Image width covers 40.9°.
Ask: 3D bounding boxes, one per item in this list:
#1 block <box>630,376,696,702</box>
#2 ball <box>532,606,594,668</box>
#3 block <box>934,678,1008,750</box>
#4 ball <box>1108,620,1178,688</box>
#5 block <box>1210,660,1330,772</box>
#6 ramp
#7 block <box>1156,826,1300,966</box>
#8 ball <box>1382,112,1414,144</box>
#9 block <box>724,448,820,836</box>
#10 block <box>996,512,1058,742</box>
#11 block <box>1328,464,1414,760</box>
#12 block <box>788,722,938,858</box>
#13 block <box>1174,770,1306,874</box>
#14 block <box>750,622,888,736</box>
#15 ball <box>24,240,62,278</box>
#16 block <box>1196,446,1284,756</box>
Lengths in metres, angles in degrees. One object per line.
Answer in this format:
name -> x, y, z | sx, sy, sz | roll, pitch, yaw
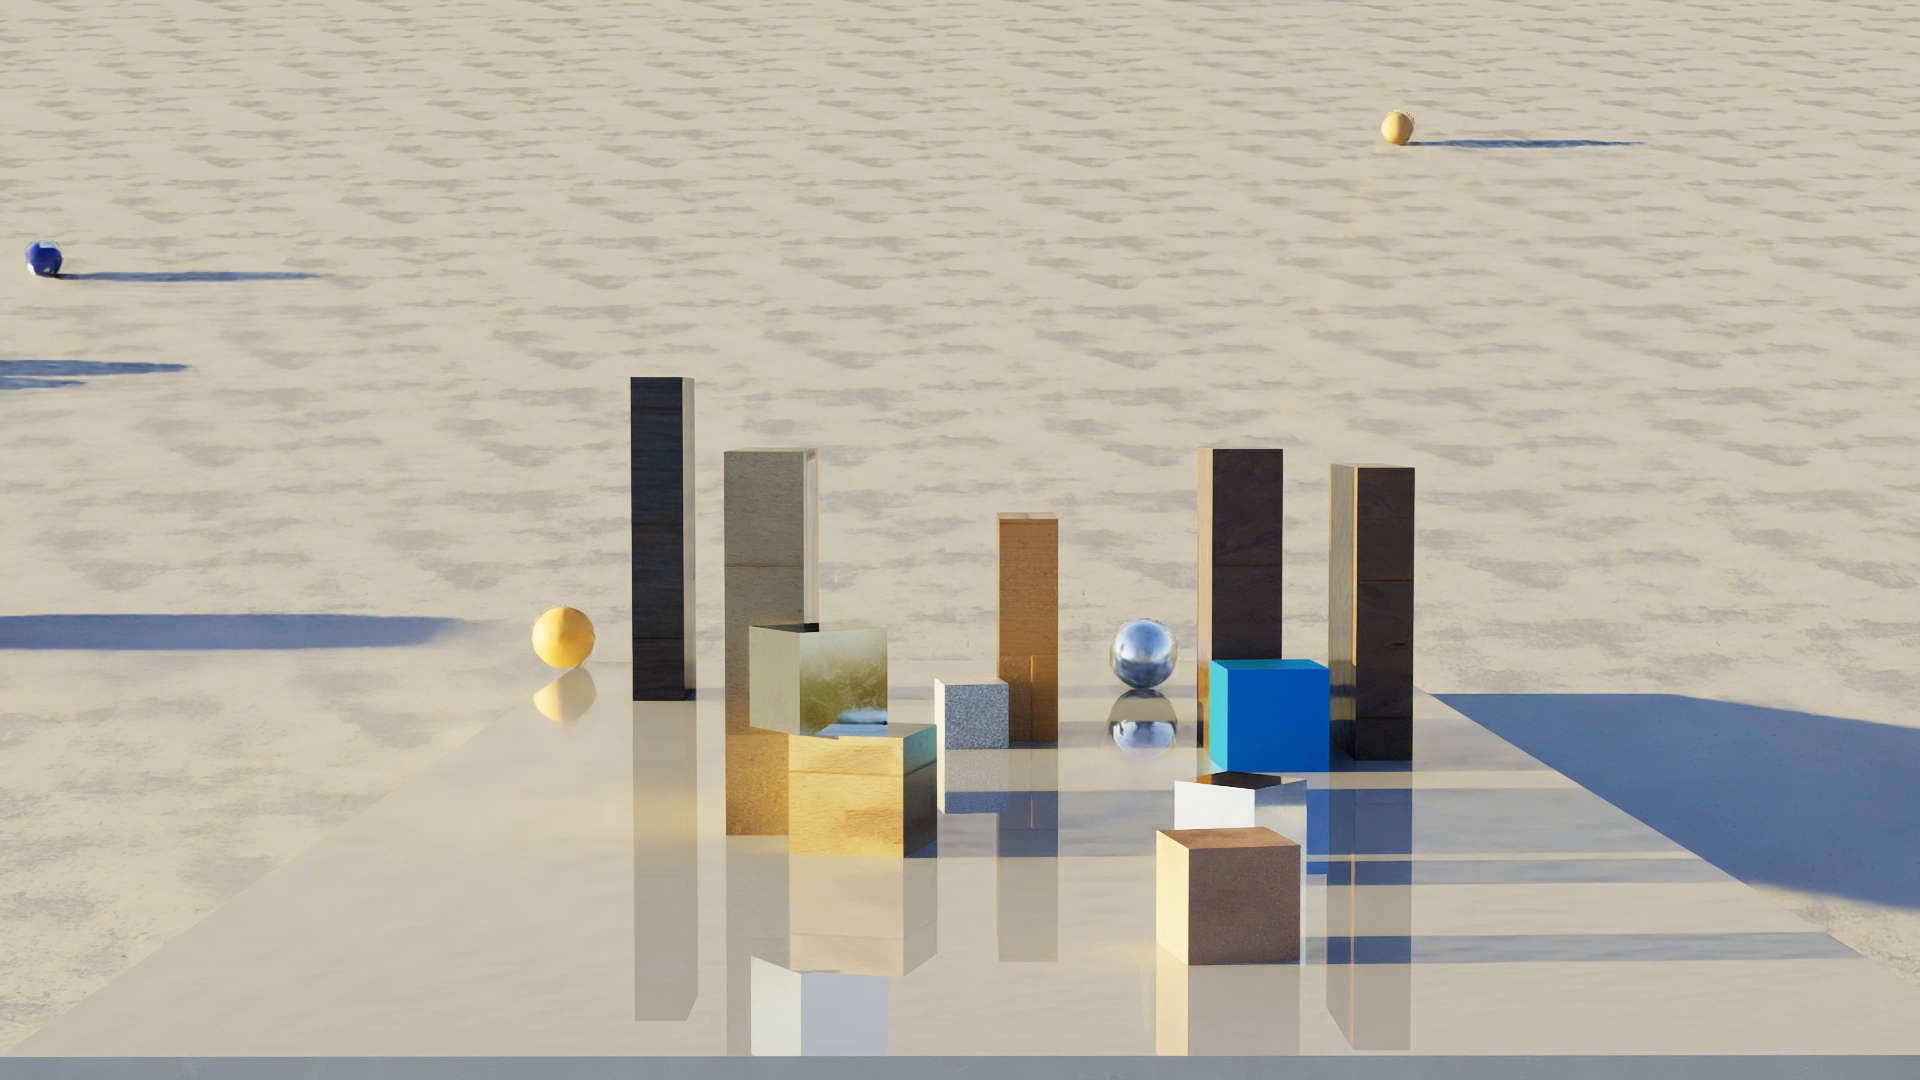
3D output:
block -> -0.659, -0.008, 5.732 | 0.114, 0.707, 0.258 | 0, 3, 0
ball -> -0.992, 0.244, 6.433 | 0.155, 0.155, 0.155 | 0, 22, 0
block -> 0.021, 0.328, 4.881 | 0.122, 0.122, 0.122 | 0, 3, -9
ball -> 0.418, 0.261, 5.867 | 0.156, 0.156, 0.156 | 0, 22, 0
block -> 0.552, 0.313, 4.596 | 0.181, 0.181, 0.181 | 0, 3, -4
ramp -> 0.050, 0.457, 4.533 | 2.000, 0.100, 4.000 | 0, 3, 0
block -> 0.314, 0.416, 3.019 | 0.134, 0.134, 0.134 | -1, 3, -11
ball -> 2.087, -1.964, 12.265 | 0.149, 0.149, 0.149 | 0, 22, 0
block -> -0.292, 0.145, 4.044 | 0.118, 0.574, 0.424 | 0, 3, 0
block -> 0.131, 0.165, 5.079 | 0.113, 0.428, 0.312 | 0, 3, 0
block -> 0.768, 0.126, 4.821 | 0.104, 0.531, 0.347 | 0, 3, 0
block -> -0.140, 0.361, 3.751 | 0.171, 0.171, 0.171 | 1, 3, 16
block -> 0.385, 0.393, 3.522 | 0.129, 0.129, 0.129 | 2, 4, 40
block -> -0.208, 0.201, 3.762 | 0.147, 0.147, 0.147 | -2, 3, -33
ball -> -3.609, -1.107, 10.129 | 0.142, 0.142, 0.142 | 0, 22, 0
block -> 0.522, 0.109, 4.819 | 0.128, 0.565, 0.279 | 0, 3, 0
